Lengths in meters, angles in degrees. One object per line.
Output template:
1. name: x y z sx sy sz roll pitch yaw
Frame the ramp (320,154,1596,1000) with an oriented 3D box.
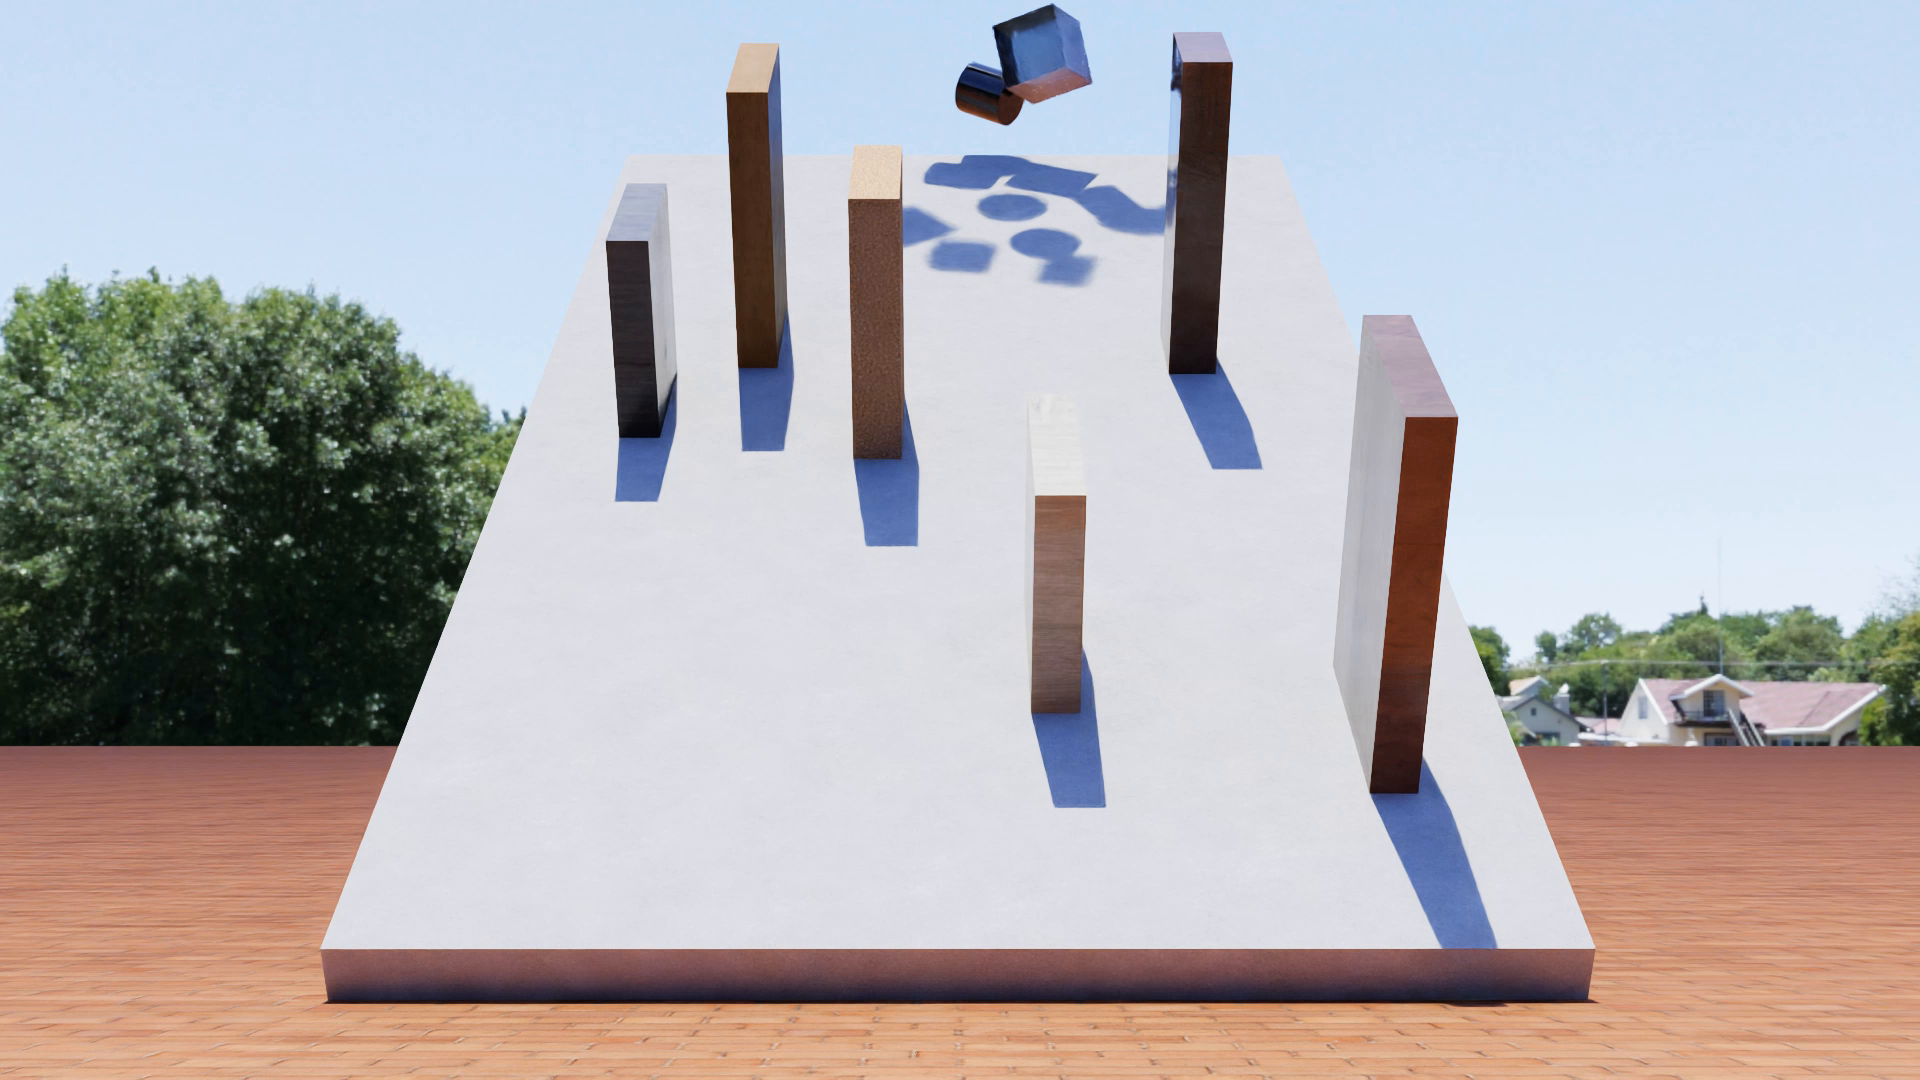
1. ramp: -0.011 -0.226 5.524 2.000 0.100 4.000 0 27 0

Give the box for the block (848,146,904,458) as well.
1. block: -0.186 -0.539 5.353 0.109 0.611 0.372 0 27 0

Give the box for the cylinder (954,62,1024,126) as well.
1. cylinder: 0.092 -1.360 7.235 0.155 0.155 0.155 23 6 26

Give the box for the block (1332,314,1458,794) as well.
1. block: 0.753 0.021 4.151 0.085 0.715 0.441 0 27 0

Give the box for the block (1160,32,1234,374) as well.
1. block: 0.564 -0.806 5.703 0.115 0.772 0.258 0 27 0

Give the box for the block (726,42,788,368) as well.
1. block: -0.494 -0.823 5.822 0.096 0.689 0.423 0 27 0

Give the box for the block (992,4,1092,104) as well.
1. block: 0.249 -1.456 7.120 0.201 0.201 0.201 -16 -11 24

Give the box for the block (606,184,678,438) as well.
1. block: -0.733 -0.535 5.492 0.093 0.475 0.393 0 27 0

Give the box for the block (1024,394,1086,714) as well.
1. block: 0.175 0.019 4.448 0.090 0.445 0.442 0 27 0
